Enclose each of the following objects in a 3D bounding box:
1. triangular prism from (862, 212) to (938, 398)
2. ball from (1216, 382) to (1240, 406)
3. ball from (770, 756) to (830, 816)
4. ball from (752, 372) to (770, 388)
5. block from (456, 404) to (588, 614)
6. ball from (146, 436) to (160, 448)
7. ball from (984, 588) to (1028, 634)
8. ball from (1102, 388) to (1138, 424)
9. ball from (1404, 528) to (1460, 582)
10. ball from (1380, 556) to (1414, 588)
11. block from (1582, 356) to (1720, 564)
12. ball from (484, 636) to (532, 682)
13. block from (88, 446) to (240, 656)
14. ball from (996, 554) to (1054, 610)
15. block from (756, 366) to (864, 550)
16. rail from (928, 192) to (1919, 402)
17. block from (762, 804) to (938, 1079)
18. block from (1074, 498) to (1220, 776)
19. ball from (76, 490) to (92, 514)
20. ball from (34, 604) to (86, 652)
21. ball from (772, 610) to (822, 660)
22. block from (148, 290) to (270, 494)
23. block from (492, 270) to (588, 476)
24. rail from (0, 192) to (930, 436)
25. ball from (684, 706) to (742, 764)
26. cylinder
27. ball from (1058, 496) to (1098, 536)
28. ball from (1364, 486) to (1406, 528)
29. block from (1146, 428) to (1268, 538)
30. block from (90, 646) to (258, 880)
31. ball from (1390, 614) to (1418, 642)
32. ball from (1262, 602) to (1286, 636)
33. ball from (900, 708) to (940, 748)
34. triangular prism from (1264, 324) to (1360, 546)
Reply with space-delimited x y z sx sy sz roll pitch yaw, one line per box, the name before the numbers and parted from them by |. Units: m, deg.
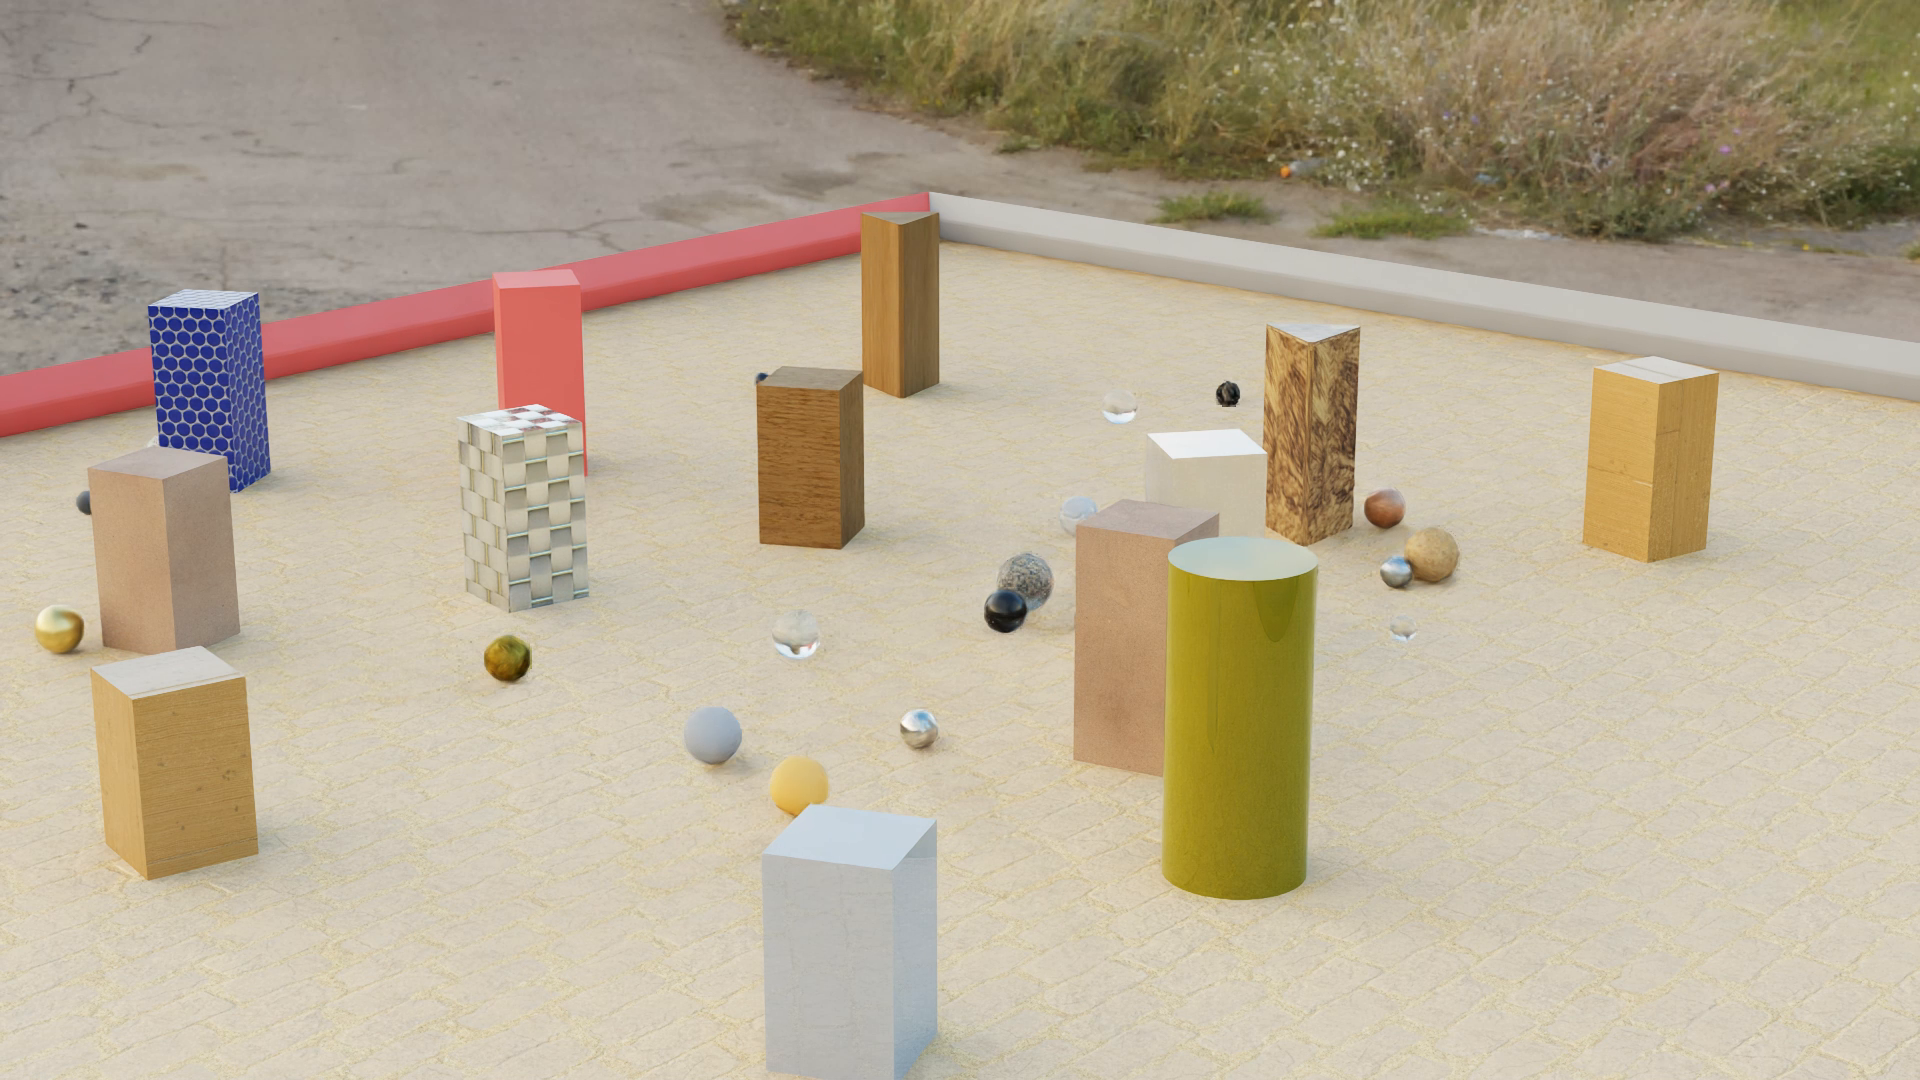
triangular prism | -0.111 -0.532 6.540 0.148 0.390 0.170 -10 20 -30
ball | 0.587 -0.320 6.419 0.054 0.054 0.054 0 17 0
ball | -0.228 0.348 4.150 0.085 0.085 0.085 0 17 0
ball | -0.441 -0.354 6.550 0.043 0.043 0.043 0 17 0
block | -0.759 -0.056 5.093 0.157 0.315 0.157 -12 21 -35
ball | -1.592 -0.172 5.882 0.081 0.081 0.081 0 17 0
ball | 0.076 0.119 4.926 0.075 0.075 0.075 0 17 0
ball | 0.341 -0.286 6.265 0.077 0.077 0.077 0 17 0
ball | 0.835 0.026 5.196 0.098 0.098 0.098 0 17 0
ball | 0.769 0.056 5.166 0.058 0.058 0.058 0 17 0
block | 1.263 -0.149 5.366 0.157 0.334 0.157 -11 20 -33
ball | -0.724 0.190 4.692 0.075 0.075 0.075 0 17 0
block | -1.316 0.019 4.855 0.157 0.307 0.157 8 19 25
ball | 0.111 0.072 4.990 0.098 0.098 0.098 0 17 0
block | -0.276 -0.154 5.440 0.157 0.301 0.157 4 17 14
rail | 1.579 -0.493 6.861 4.458 0.128 0.045 14 22 39
block | -0.126 0.471 3.415 0.157 0.273 0.157 5 18 17
block | 0.275 0.144 4.342 0.157 0.365 0.157 9 19 27
ball | -1.666 -0.072 5.607 0.048 0.048 0.048 0 17 0
ball | -1.482 0.146 4.828 0.080 0.080 0.080 0 17 0
ball | -0.267 0.155 4.797 0.081 0.081 0.081 0 17 0
block | -1.480 -0.295 5.793 0.157 0.368 0.157 3 17 11
block | -0.841 -0.331 5.873 0.157 0.391 0.157 -4 17 -13
rail | -1.665 -0.385 6.504 0.045 0.128 4.865 14 22 39
ball | -0.366 0.289 4.344 0.086 0.086 0.086 0 17 0
cylinder | 0.371 0.235 3.904 0.197 0.442 0.197 0 17 0
ball | 0.222 -0.045 5.467 0.076 0.076 0.076 0 17 0
ball | 0.800 -0.062 5.518 0.079 0.079 0.079 0 17 0
block | 0.399 0.013 4.796 0.157 0.353 0.157 -3 17 -11
block | -1.072 0.302 4.002 0.157 0.258 0.157 -12 20 -34
ball | 0.739 0.147 4.884 0.045 0.045 0.045 0 17 0
ball | 0.508 0.130 4.821 0.053 0.053 0.053 0 17 0
ball | -0.061 0.283 4.406 0.060 0.060 0.060 0 17 0
triangular prism | 0.630 -0.206 5.464 0.148 0.386 0.170 13 21 36
